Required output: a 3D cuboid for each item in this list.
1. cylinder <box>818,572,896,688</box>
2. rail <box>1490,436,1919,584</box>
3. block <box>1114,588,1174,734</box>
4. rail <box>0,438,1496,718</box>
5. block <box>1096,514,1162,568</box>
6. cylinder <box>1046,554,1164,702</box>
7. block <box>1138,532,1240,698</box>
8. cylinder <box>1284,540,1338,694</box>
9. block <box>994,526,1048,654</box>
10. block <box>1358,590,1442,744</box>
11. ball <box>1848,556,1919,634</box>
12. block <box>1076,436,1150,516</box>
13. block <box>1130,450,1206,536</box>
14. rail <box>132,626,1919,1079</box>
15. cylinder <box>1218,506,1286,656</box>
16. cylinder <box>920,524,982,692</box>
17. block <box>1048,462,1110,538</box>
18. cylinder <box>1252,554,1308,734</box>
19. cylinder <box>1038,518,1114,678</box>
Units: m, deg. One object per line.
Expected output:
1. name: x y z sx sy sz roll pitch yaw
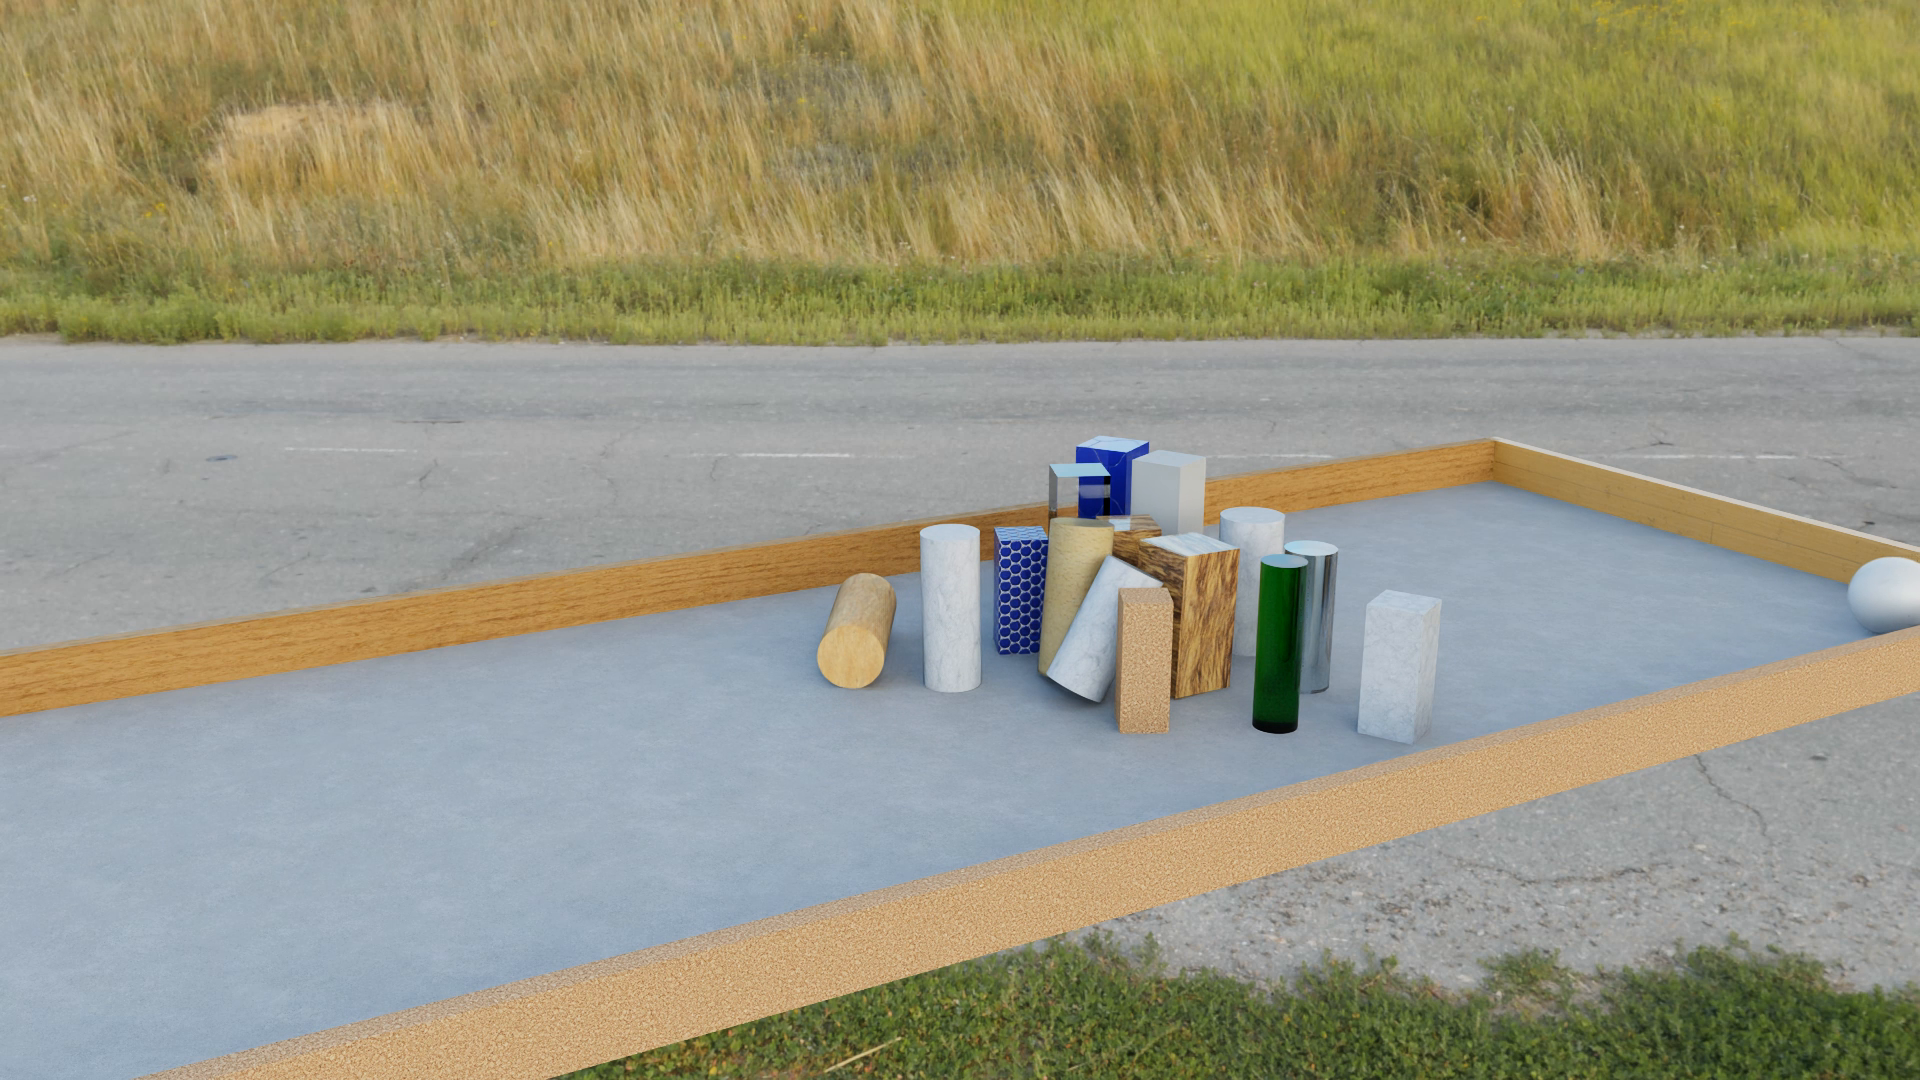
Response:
1. cylinder: -0.262 0.229 4.281 0.166 0.166 0.430 1 16 2
2. rail: 2.466 -0.048 5.253 0.050 0.150 2.100 -9 18 -27
3. block: 0.427 0.280 3.838 0.113 0.318 0.113 0 16 -1
4. rail: -3.305 0.497 3.399 12.000 0.150 0.050 -9 18 -27
5. block: 0.441 0.114 4.377 0.146 0.332 0.146 -2 16 -6
6. cylinder: 0.350 0.213 3.993 0.153 0.325 0.153 27 4 -2
7. block: 0.557 0.183 4.087 0.173 0.359 0.173 -8 18 -32
8. cylinder: 0.857 0.190 4.075 0.129 0.356 0.129 0 16 0
9. block: 0.159 0.132 4.352 0.127 0.312 0.127 -1 16 -5
10. block: 1.014 0.291 3.807 0.131 0.314 0.131 10 19 32
11. ball: 2.524 0.151 4.462 0.214 0.214 0.214 0 16 0
12. block: 0.443 -0.073 4.839 0.159 0.430 0.159 9 19 28
13. block: 0.574 -0.008 4.583 0.148 0.450 0.148 11 20 34
14. rail: -2.336 1.006 1.665 12.000 0.150 0.050 -9 18 -27
15. cylinder: 0.763 0.108 4.350 0.168 0.360 0.168 0 16 0
16. cylinder: -0.022 0.168 4.084 0.147 0.391 0.147 -1 17 0
17. block: 0.328 0.009 4.582 0.145 0.419 0.145 -2 16 -6
18. cylinder: 0.740 0.241 3.819 0.106 0.404 0.106 0 16 0
19. cylinder: 0.291 0.146 4.136 0.161 0.386 0.161 4 9 -1
